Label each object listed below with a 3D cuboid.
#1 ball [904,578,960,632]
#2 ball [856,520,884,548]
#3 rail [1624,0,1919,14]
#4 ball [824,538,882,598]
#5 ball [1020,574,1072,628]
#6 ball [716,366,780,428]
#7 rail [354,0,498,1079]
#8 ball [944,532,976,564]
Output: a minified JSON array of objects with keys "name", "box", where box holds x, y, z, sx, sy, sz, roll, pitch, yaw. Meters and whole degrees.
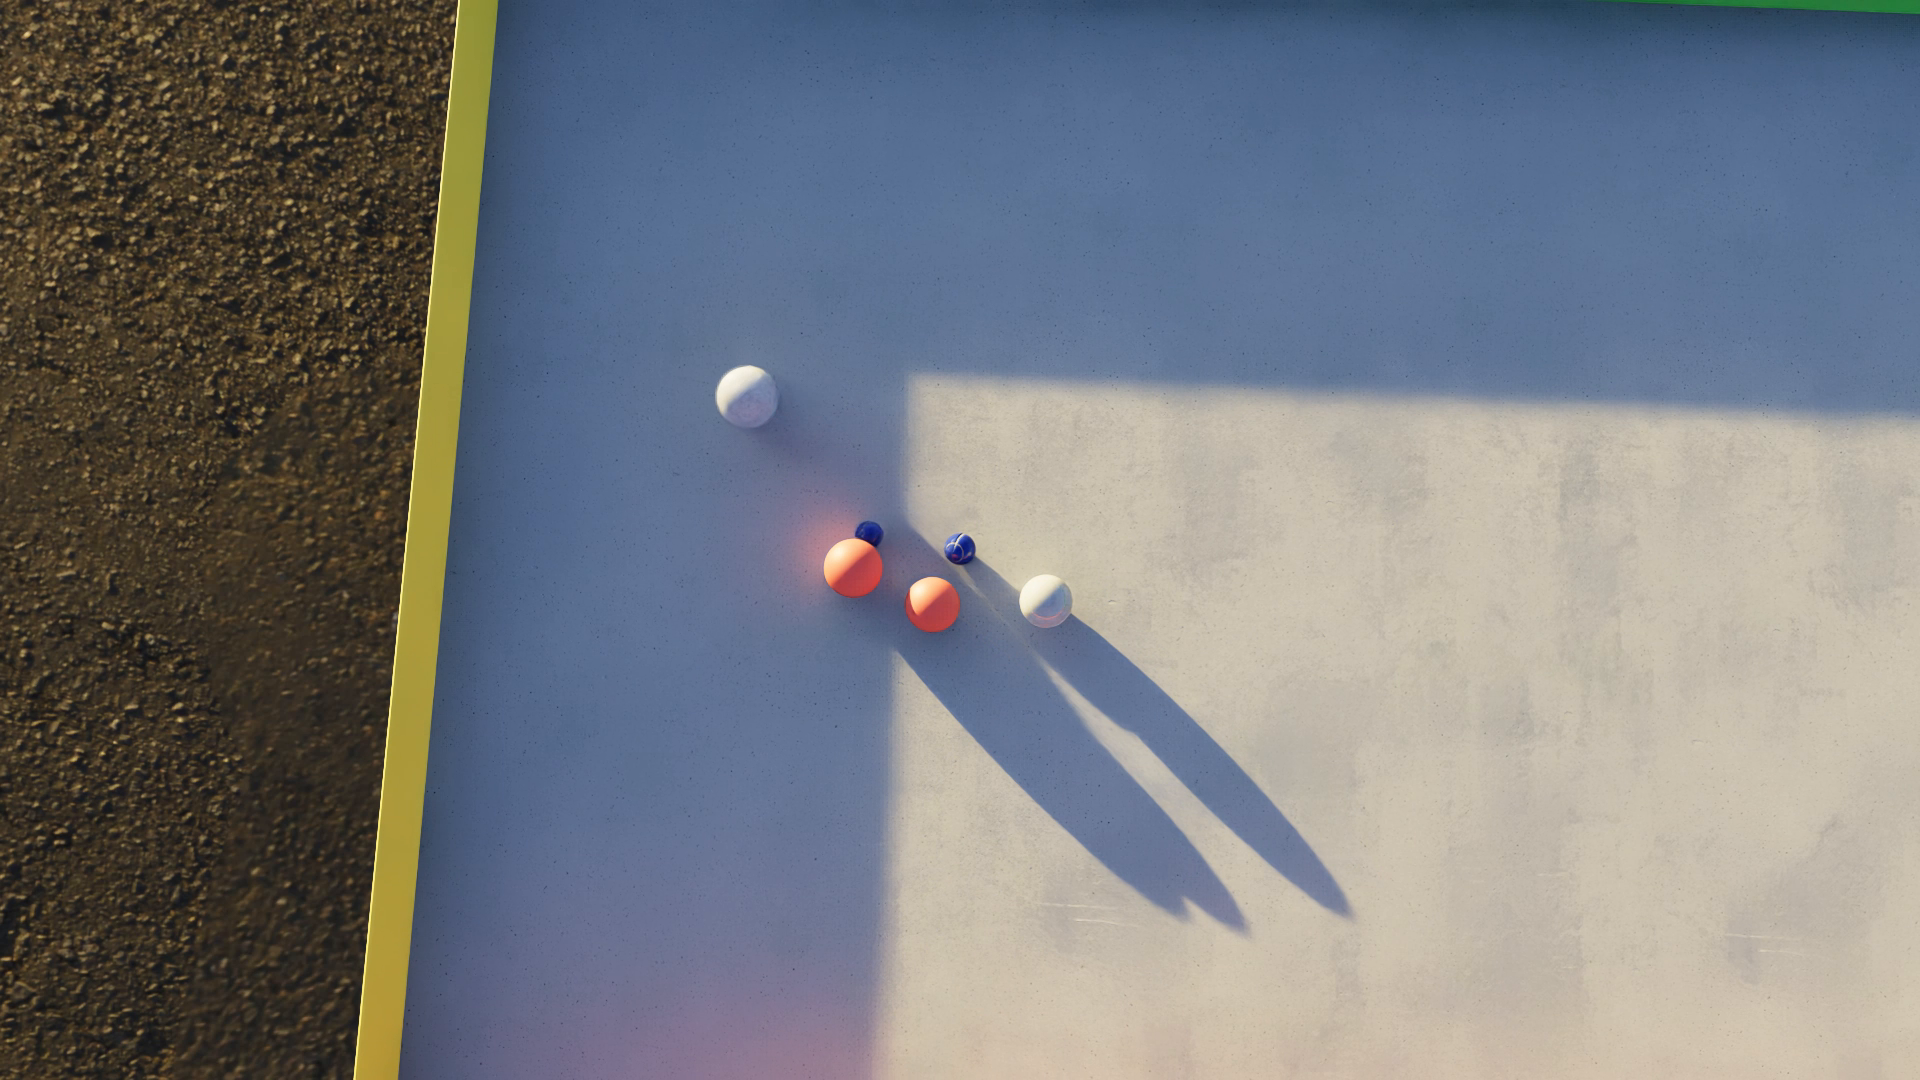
[{"name":"ball","box":[-0.041,0.097,3.276,0.083,0.083,0.083,0,78,0]},{"name":"ball","box":[-0.137,-0.008,3.318,0.042,0.042,0.042,0,78,0]},{"name":"rail","box":[0.848,-0.876,3.455,3.232,0.122,0.045,2,78,1]},{"name":"ball","box":[-0.159,0.042,3.284,0.088,0.088,0.088,0,78,0]},{"name":"ball","box":[0.128,0.091,3.278,0.080,0.080,0.080,0,78,0]},{"name":"ball","box":[-0.321,-0.216,3.334,0.094,0.094,0.094,0,78,0]},{"name":"rail","box":[-0.784,-0.039,3.282,0.045,0.122,1.899,2,78,1]},{"name":"ball","box":[0.000,0.013,3.310,0.048,0.048,0.048,0,78,0]}]
